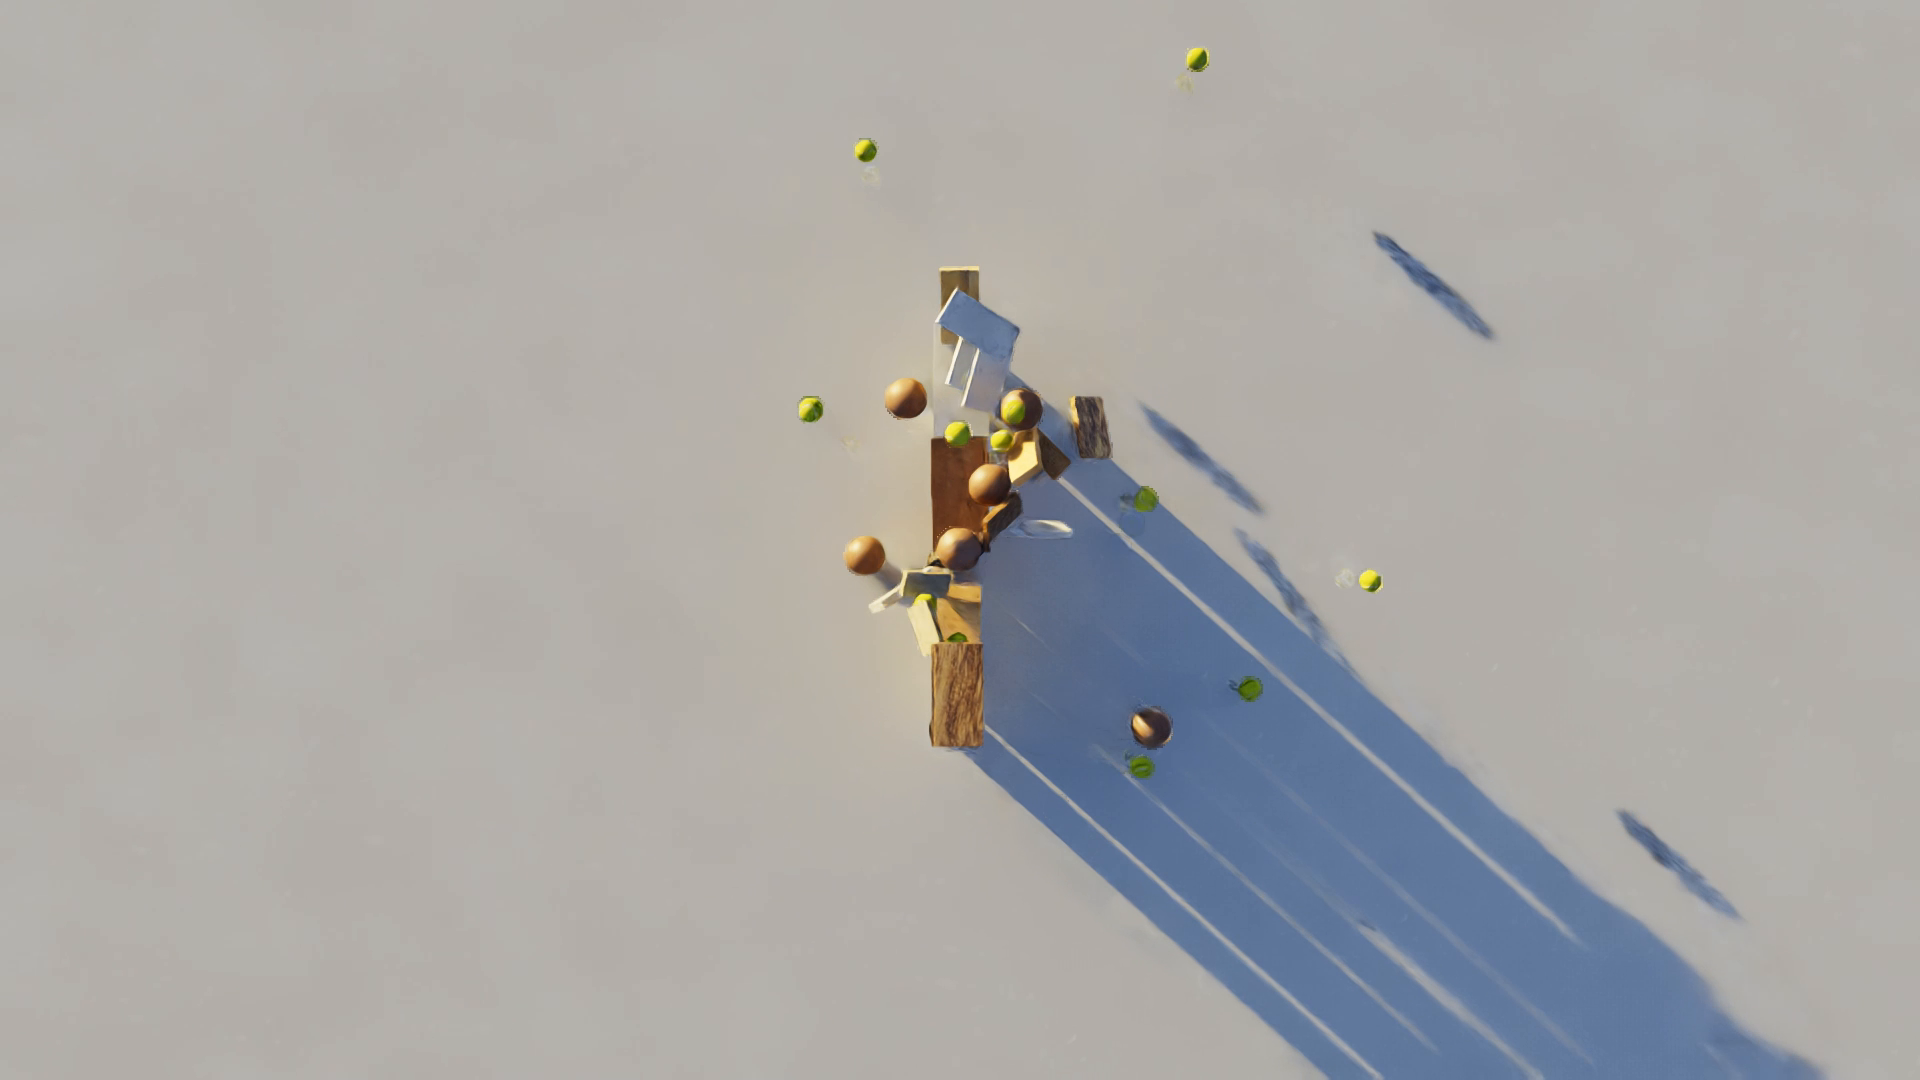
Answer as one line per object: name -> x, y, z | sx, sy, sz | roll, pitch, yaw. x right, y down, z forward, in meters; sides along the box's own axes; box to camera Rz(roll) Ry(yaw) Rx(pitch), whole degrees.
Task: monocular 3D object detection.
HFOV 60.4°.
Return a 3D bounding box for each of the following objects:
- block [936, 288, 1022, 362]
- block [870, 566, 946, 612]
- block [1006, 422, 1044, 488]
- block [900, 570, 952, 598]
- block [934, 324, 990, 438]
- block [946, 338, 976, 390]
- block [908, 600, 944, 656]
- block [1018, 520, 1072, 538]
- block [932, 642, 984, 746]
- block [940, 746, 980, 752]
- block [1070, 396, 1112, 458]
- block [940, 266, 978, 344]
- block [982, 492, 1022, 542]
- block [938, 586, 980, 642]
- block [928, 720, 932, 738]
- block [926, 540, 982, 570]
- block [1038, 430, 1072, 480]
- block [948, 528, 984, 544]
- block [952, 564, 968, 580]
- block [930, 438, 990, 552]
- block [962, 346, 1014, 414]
block -> 0.057, -0.646, 4.962 | 0.233, 0.033, 0.117 | 30, 97, -16
block -> -0.151, 0.141, 5.326 | 0.302, 0.102, 0.029 | -34, 95, -26
block -> 0.196, -0.262, 5.044 | 0.103, 0.206, 0.029 | -35, 125, 24
block -> -0.107, 0.138, 5.137 | 0.156, 0.022, 0.078 | 5, 106, -28
block -> 0.005, -0.495, 5.127 | 0.174, 0.049, 0.348 | 0, 90, 0
block -> 0.046, -0.570, 5.045 | 0.117, 0.033, 0.233 | 14, 102, -18
block -> -0.102, 0.268, 5.016 | 0.078, 0.022, 0.156 | -28, 74, 32
block -> 0.264, -0.033, 5.090 | 0.154, 0.077, 0.022 | -2, 118, -36
block -> -0.007, 0.455, 4.867 | 0.152, 0.043, 0.303 | 0, 90, 0
block -> -0.004, 0.544, 5.236 | 0.123, 0.035, 0.246 | -2, 90, 0
block -> 0.426, -0.367, 5.370 | 0.103, 0.029, 0.206 | -1, 73, -26
block -> -0.001, -0.715, 5.034 | 0.117, 0.033, 0.233 | -1, 117, -2
block -> 0.127, -0.071, 4.994 | 0.022, 0.077, 0.154 | 26, 54, 35
block -> -0.002, 0.281, 5.212 | 0.134, 0.038, 0.268 | 0, 90, 0
block -> -0.015, 0.567, 5.053 | 0.152, 0.329, 0.043 | -9, 86, 0
block -> -0.018, 0.047, 5.053 | 0.102, 0.203, 0.029 | 9, 73, -20
block -> 0.266, -0.267, 5.112 | 0.077, 0.022, 0.154 | -42, 70, -5
block -> 0.016, -0.007, 4.992 | 0.102, 0.203, 0.029 | 10, 85, 0
block -> 0.002, 0.079, 5.390 | 0.050, 0.014, 0.101 | 3, 90, -2
block -> 0.001, -0.138, 5.120 | 0.177, 0.050, 0.355 | -1, 90, 0
block -> 0.084, -0.502, 5.041 | 0.103, 0.029, 0.213 | 12, 102, -17
